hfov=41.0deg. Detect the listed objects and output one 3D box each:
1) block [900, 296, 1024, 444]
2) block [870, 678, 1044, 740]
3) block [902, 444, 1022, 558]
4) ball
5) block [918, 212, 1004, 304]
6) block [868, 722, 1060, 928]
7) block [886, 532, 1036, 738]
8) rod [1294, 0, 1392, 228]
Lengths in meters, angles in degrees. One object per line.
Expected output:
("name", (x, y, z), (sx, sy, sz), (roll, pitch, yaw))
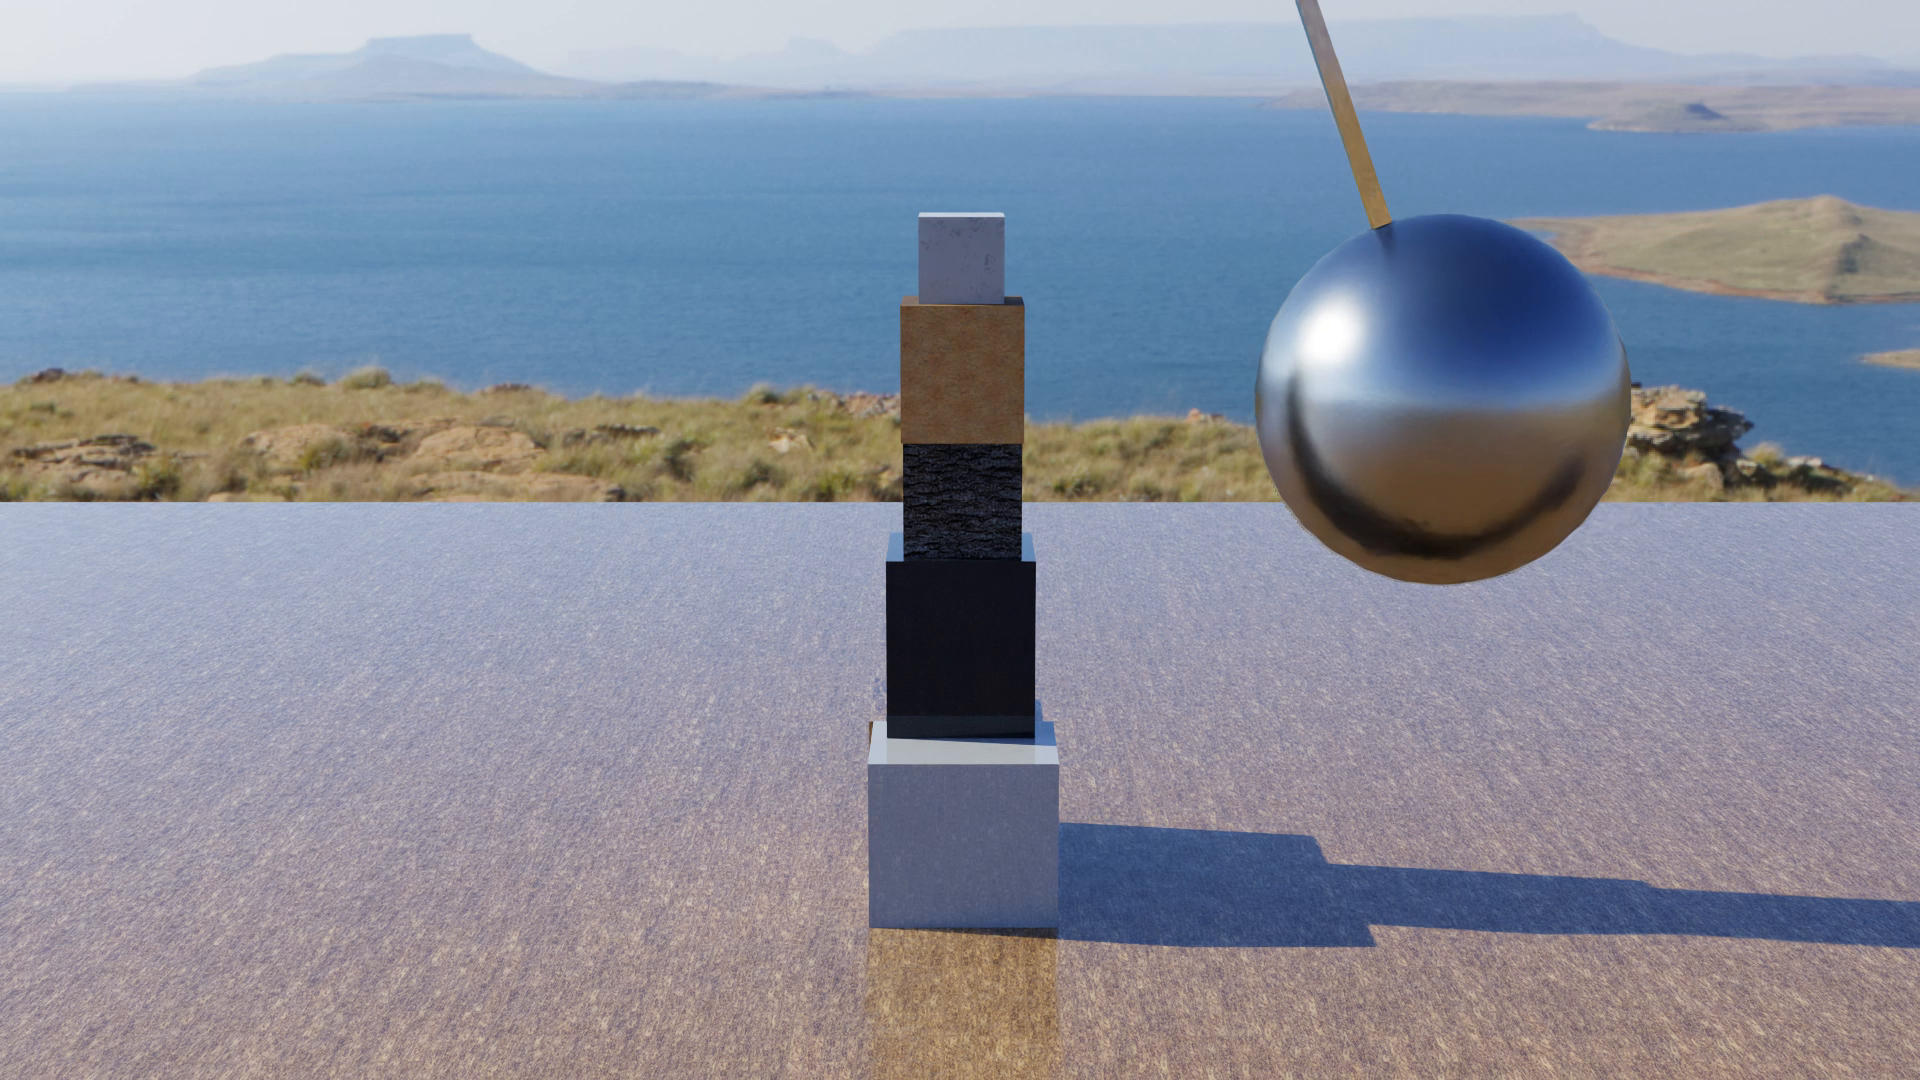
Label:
("block", (0.010, -0.741, 11.058), (0.521, 0.582, 0.548), (0, 10, 0))
("block", (-0.016, 1.067, 11.740), (0.766, 0.700, 0.832), (0, 10, 0))
("block", (0.011, -0.213, 11.150), (0.504, 0.490, 0.536), (0, 10, 0))
("ball", (2.074, -0.605, 11.070), (1.600, 1.600, 1.600), (0, 10, 0))
("block", (0.007, -1.208, 10.980), (0.362, 0.366, 0.393), (0, 10, 0))
("block", (0.015, 1.205, 10.971), (0.788, 0.703, 0.710), (0, 10, 0))
("block", (0.004, 0.406, 11.257), (0.634, 0.767, 0.717), (0, 10, 0))
("rod", (0.899, -3.744, 10.500), (0.080, 5.200, 0.080), (-20, 10, 4))
